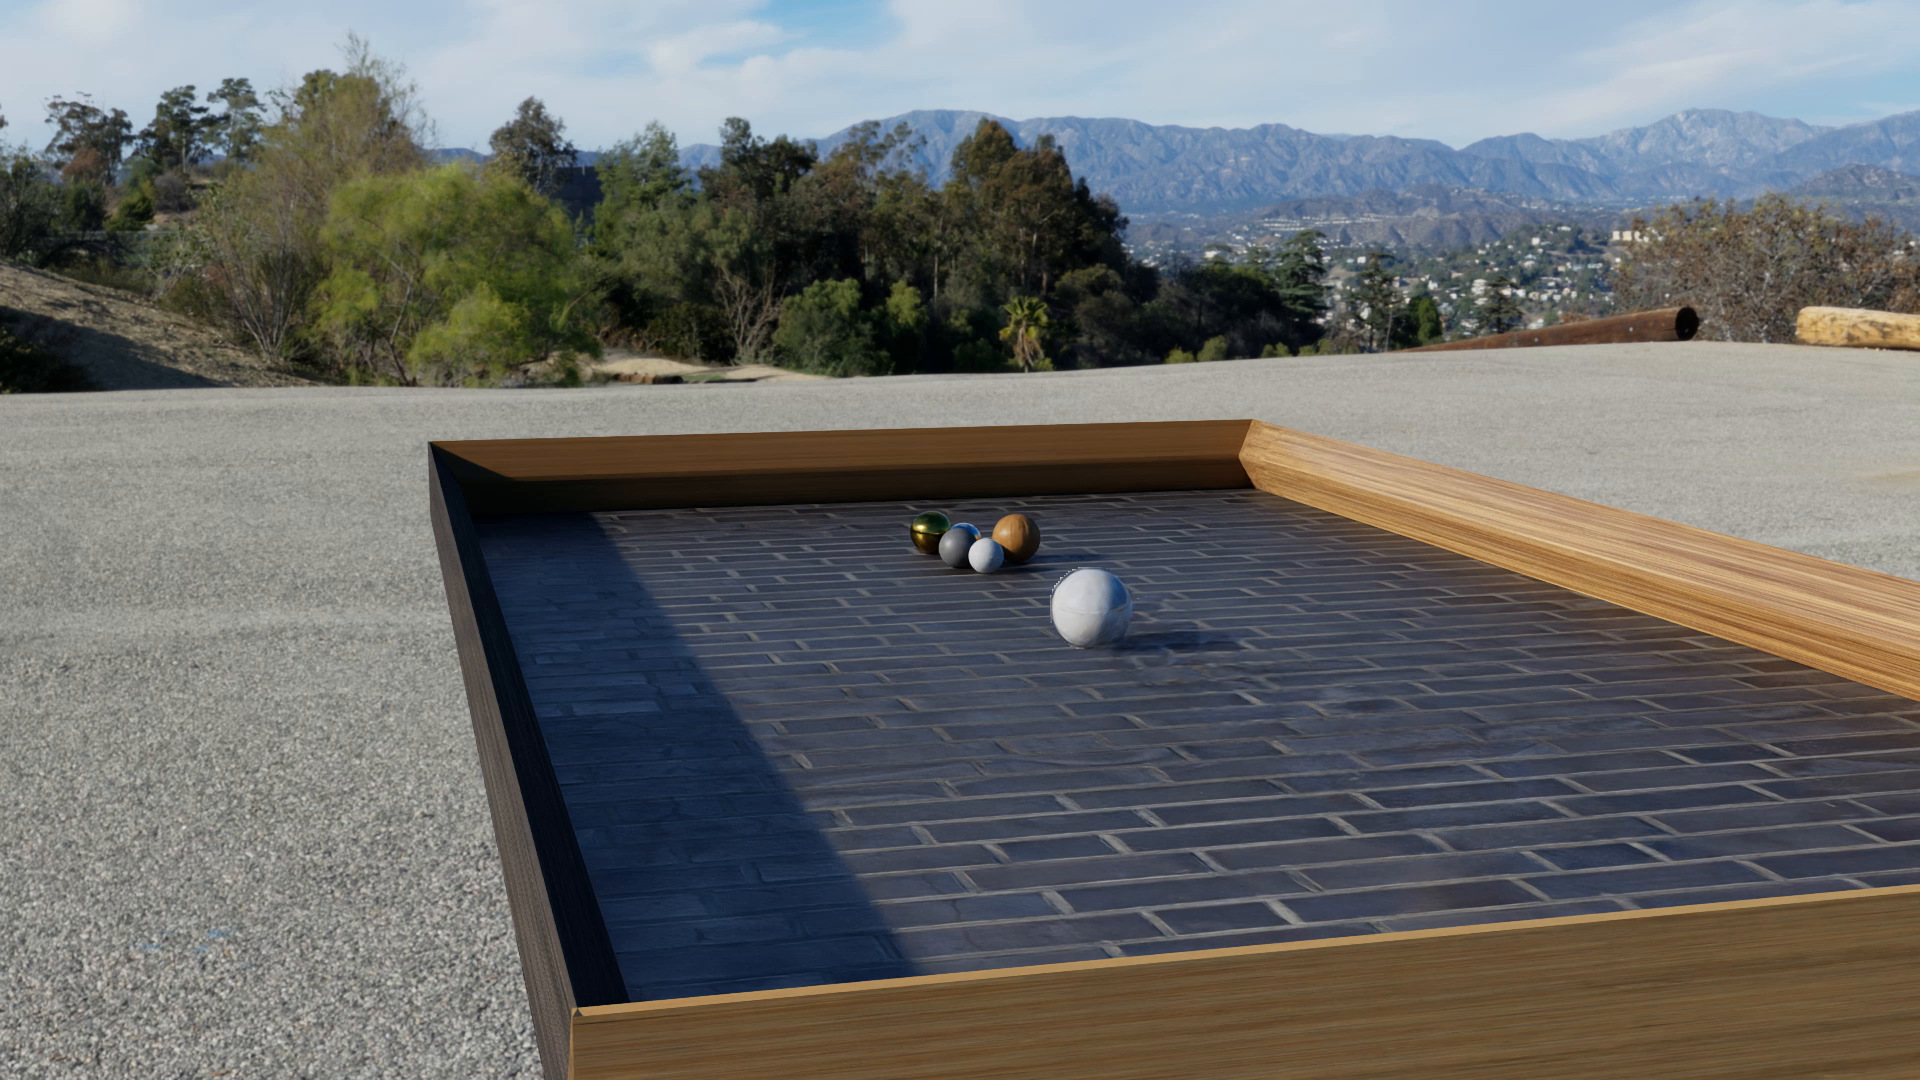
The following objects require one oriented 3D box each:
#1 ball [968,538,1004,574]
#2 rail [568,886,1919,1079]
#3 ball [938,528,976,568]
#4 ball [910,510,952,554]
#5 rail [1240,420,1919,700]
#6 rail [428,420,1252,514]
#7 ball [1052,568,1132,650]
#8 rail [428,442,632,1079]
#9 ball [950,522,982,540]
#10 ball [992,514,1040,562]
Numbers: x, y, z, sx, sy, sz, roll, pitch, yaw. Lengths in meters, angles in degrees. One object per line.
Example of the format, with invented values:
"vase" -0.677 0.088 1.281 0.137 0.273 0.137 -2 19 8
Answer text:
"ball" 0.037 0.023 3.132 0.051 0.051 0.051 0 9 0
"rail" 0.521 0.263 1.314 1.489 0.125 0.045 -2 9 -15
"ball" -0.002 0.011 3.182 0.058 0.058 0.058 0 9 0
"ball" -0.043 -0.012 3.311 0.065 0.065 0.065 0 9 0
"rail" 0.872 0.039 2.776 0.045 0.125 2.725 -2 9 -15
"rail" -0.169 -0.129 3.871 1.489 0.125 0.045 -2 9 -15
"ball" 0.156 0.081 2.602 0.096 0.096 0.096 0 9 0
"rail" -0.521 0.095 2.409 0.045 0.125 2.725 -2 9 -15
"ball" 0.005 0.002 3.246 0.056 0.056 0.056 0 9 0
"ball" 0.083 -0.003 3.232 0.071 0.071 0.071 0 9 0
